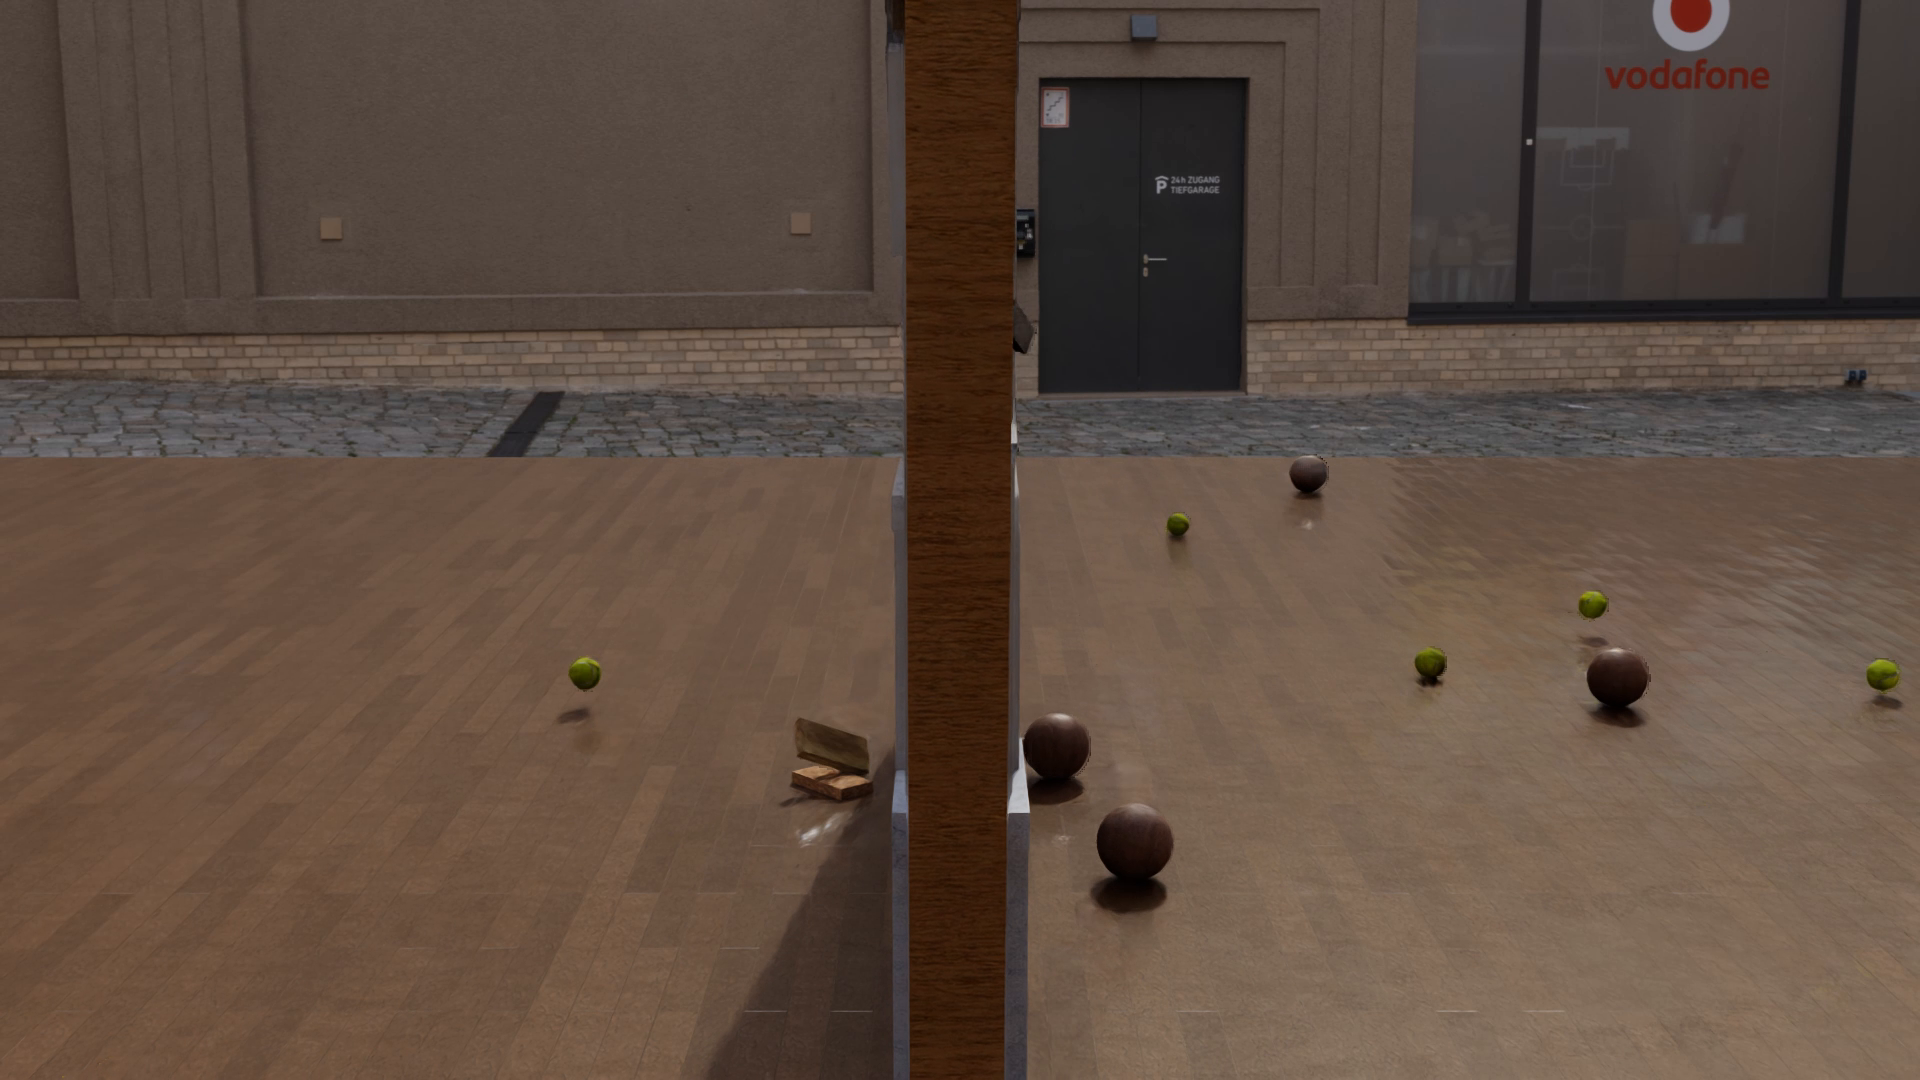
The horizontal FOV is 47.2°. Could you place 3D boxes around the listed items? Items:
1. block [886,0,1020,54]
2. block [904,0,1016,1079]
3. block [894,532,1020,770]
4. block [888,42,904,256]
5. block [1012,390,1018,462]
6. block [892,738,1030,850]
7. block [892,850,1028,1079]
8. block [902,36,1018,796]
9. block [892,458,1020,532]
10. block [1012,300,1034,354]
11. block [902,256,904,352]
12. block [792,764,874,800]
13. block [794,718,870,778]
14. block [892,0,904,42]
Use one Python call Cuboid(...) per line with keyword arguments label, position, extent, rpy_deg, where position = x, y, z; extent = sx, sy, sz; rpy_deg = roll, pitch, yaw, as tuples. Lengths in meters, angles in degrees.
Cuboid(label="block", position=(-0.009, -0.581, 3.014), extent=(0.174, 0.457, 0.049), rpy_deg=(0, 52, 0))
Cuboid(label="block", position=(-0.002, -0.010, 2.469), extent=(0.115, 1.634, 0.033), rpy_deg=(0, 20, -1))
Cuboid(label="block", position=(-0.004, 0.142, 2.969), extent=(0.167, 0.334, 0.047), rpy_deg=(0, 11, 0))
Cuboid(label="block", position=(-0.022, -0.509, 2.879), extent=(0.139, 0.278, 0.039), rpy_deg=(0, 29, 1))
Cuboid(label="block", position=(0.003, -0.160, 2.562), extent=(0.115, 0.033, 0.230), rpy_deg=(10, 29, -7))
Cuboid(label="block", position=(0.001, 0.338, 2.966), extent=(0.175, 0.050, 0.351), rpy_deg=(0, 11, 0))
Cuboid(label="block", position=(0.000, 0.557, 2.887), extent=(0.175, 0.351, 0.050), rpy_deg=(0, 10, 0))
Cuboid(label="block", position=(-0.001, -0.142, 2.775), extent=(0.139, 0.963, 0.039), rpy_deg=(0, 13, -1))
Cuboid(label="block", position=(-0.005, -0.065, 3.044), extent=(0.167, 0.047, 0.334), rpy_deg=(0, 11, 0))
Cuboid(label="block", position=(0.017, -0.265, 2.583), extent=(0.115, 0.033, 0.230), rpy_deg=(18, 0, 8))
Cuboid(label="block", position=(-0.001, -0.511, 3.345), extent=(0.173, 0.443, 0.049), rpy_deg=(0, 0, 1))
Cuboid(label="block", position=(-0.247, 0.469, 4.261), extent=(0.078, 0.022, 0.156), rpy_deg=(-9, 14, -40))
Cuboid(label="block", position=(-0.249, 0.405, 4.289), extent=(0.156, 0.022, 0.078), rpy_deg=(21, 43, -31))
Cuboid(label="block", position=(-0.009, -0.640, 2.711), extent=(0.139, 0.039, 0.278), rpy_deg=(0, 10, 0))
